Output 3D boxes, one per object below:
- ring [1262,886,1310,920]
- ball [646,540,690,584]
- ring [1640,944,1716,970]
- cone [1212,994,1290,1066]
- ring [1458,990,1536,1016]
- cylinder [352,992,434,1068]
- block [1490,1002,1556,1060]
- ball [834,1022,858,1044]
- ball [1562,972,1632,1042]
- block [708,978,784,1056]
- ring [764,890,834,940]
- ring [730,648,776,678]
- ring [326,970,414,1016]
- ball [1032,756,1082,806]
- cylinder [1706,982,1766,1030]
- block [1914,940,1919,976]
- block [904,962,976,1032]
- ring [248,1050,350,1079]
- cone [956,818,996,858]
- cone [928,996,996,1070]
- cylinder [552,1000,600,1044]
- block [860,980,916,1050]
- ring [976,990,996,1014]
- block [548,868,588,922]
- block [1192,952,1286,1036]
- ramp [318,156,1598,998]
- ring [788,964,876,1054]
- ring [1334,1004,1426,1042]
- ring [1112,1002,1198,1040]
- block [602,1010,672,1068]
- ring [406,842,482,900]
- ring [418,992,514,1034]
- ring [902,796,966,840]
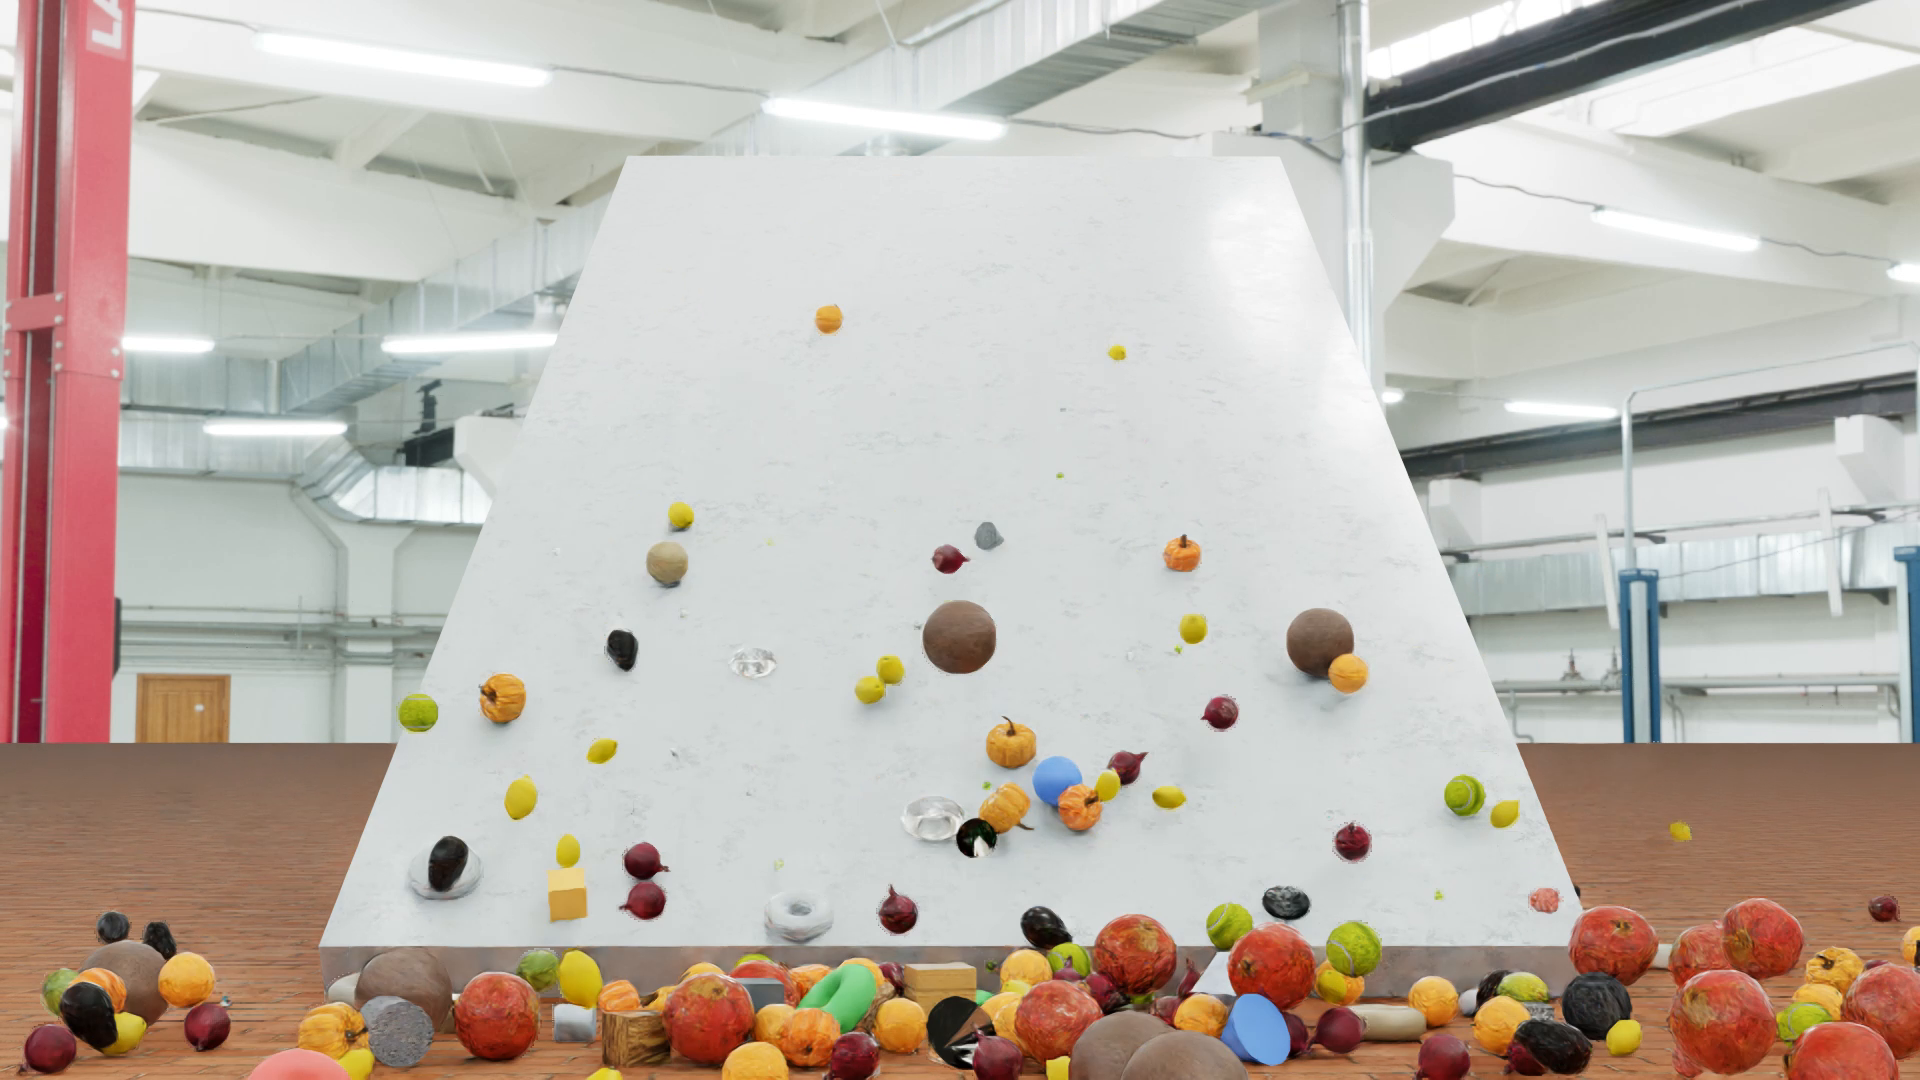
[{"bbox_3d":[0.521,0.580,3.790,0.076,0.025,0.076,2,26,-1],"label":"ring"},{"bbox_3d":[-0.589,0.044,4.768,0.088,0.088,0.088,0,-5,0],"label":"ball"},{"bbox_3d":[1.277,0.742,4.217,0.128,0.043,0.128,0,-6,0],"label":"ring"},{"bbox_3d":[0.353,0.643,3.028,0.096,0.096,0.096,4,-33,-41],"label":"cone"},{"bbox_3d":[0.792,0.682,3.493,0.114,0.038,0.114,0,-11,0],"label":"ring"},{"bbox_3d":[-0.715,0.619,2.991,0.081,0.081,0.081,3,1,-31],"label":"cylinder"},{"bbox_3d":[0.726,0.633,3.059,0.067,0.067,0.067,0,-5,0],"label":"block"},{"bbox_3d":[-0.167,0.648,3.187,0.058,0.058,0.058,0,-5,0],"label":"ball"},{"bbox_3d":[0.840,0.616,3.129,0.090,0.090,0.090,0,-5,0],"label":"ball"},{"bbox_3d":[-0.283,0.628,3.129,0.089,0.089,0.089,1,-5,-13],"label":"block"},{"bbox_3d":[-0.256,0.592,3.750,0.110,0.037,0.110,1,26,-1],"label":"ring"},{"bbox_3d":[-0.390,0.231,4.468,0.088,0.029,0.088,0,27,0],"label":"ring"},{"bbox_3d":[-0.883,0.678,3.551,0.130,0.043,0.130,-5,5,0],"label":"ring"},{"bbox_3d":[0.167,0.412,4.051,0.085,0.085,0.085,0,-5,0],"label":"ball"},{"bbox_3d":[1.085,0.652,3.316,0.061,0.061,0.061,-5,-7,44],"label":"cylinder"},{"bbox_3d":[1.643,0.709,3.987,0.053,0.053,0.053,0,16,1],"label":"block"},{"bbox_3d":[-0.028,0.648,3.360,0.087,0.087,0.087,1,-5,-12],"label":"block"},{"bbox_3d":[-0.560,0.487,2.010,0.110,0.110,0.037,5,-24,-44],"label":"ring"},{"bbox_3d":[0.031,0.494,3.952,0.067,0.067,0.067,-1,0,7],"label":"cone"},{"bbox_3d":[-0.019,0.640,2.992,0.096,0.096,0.096,3,-32,-29],"label":"cone"},{"bbox_3d":[-0.518,0.651,3.193,0.050,0.050,0.050,-14,-6,4],"label":"cylinder"},{"bbox_3d":[-0.103,0.632,3.155,0.059,0.059,0.059,-28,4,-8],"label":"block"},{"bbox_3d":[-0.001,0.686,3.508,0.109,0.036,0.109,1,-5,0],"label":"ring"},{"bbox_3d":[-0.626,0.564,3.778,0.058,0.058,0.058,-4,27,-9],"label":"block"},{"bbox_3d":[0.385,0.628,3.269,0.080,0.080,0.080,-4,32,43],"label":"block"},{"bbox_3d":[-0.010,-0.227,5.512,2.000,0.100,4.000,0,27,0],"label":"ramp"},{"bbox_3d":[-0.167,0.613,3.103,0.047,0.140,0.140,47,-19,-12],"label":"ring"},{"bbox_3d":[0.575,0.662,3.245,0.126,0.042,0.126,0,-6,0],"label":"ring"},{"bbox_3d":[0.269,0.665,3.274,0.119,0.040,0.119,0,-3,0],"label":"ring"},{"bbox_3d":[-0.410,0.631,3.002,0.062,0.062,0.062,4,-6,-40],"label":"block"},{"bbox_3d":[-0.836,0.537,3.846,0.121,0.040,0.121,2,33,-1],"label":"ring"},{"bbox_3d":[-0.700,0.669,3.351,0.136,0.045,0.136,0,-4,0],"label":"ring"},{"bbox_3d":[-0.045,0.468,3.993,0.109,0.036,0.109,0,25,0],"label":"ring"}]
